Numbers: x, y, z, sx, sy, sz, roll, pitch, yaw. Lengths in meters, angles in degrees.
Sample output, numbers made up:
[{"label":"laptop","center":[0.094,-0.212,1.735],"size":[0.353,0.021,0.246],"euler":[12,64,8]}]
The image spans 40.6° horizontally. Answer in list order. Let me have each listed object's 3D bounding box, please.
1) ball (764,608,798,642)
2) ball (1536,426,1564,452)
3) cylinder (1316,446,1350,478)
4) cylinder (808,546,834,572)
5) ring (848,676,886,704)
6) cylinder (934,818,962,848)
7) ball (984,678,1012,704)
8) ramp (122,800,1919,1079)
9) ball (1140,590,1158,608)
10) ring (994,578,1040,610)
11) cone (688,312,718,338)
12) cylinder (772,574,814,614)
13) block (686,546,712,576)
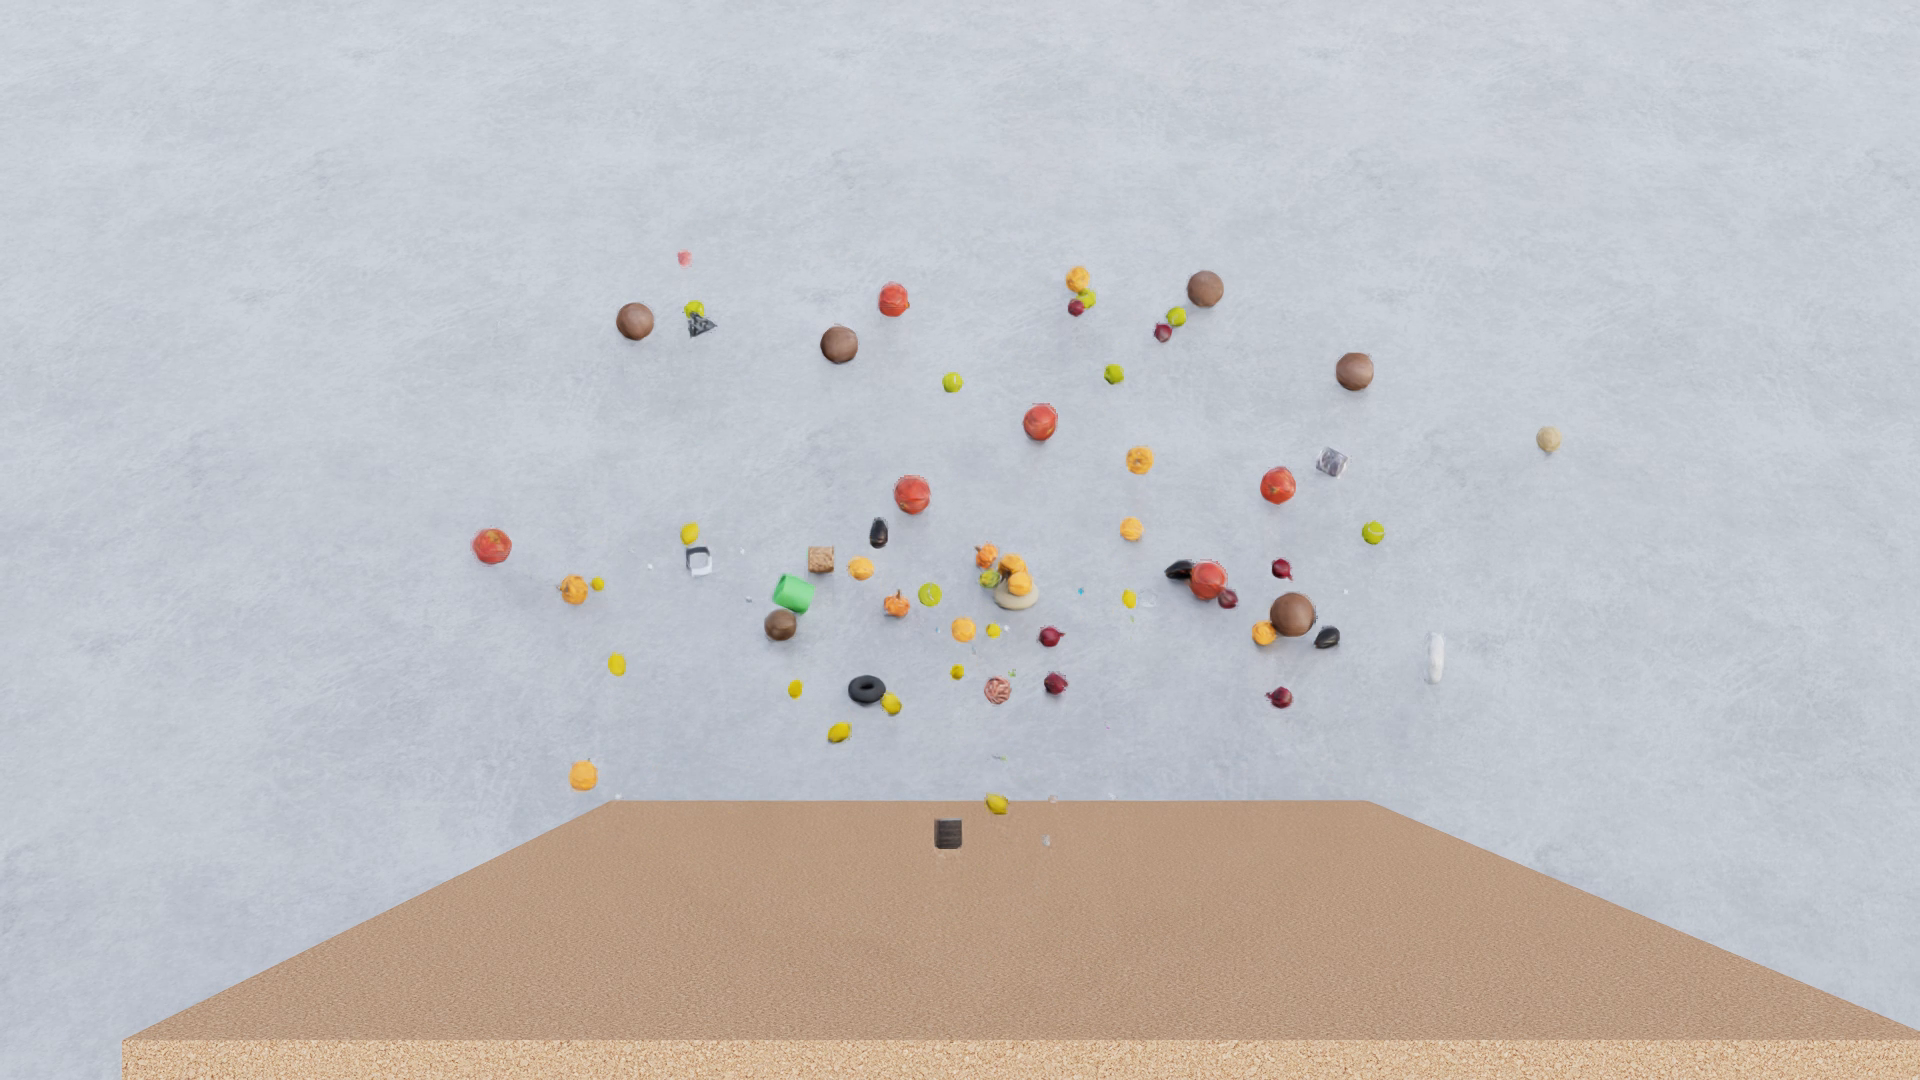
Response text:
[{"label":"ball","center":[-0.520,0.246,7.531],"size":[0.096,0.096,0.096],"euler":[0,35,0]},{"label":"ball","center":[1.893,-0.325,8.341],"size":[0.084,0.084,0.084],"euler":[0,35,0]},{"label":"cylinder","center":[1.177,-0.246,8.213],"size":[0.077,0.077,0.077],"euler":[28,44,27]},{"label":"cylinder","center":[-0.417,0.058,7.807],"size":[0.075,0.075,0.075],"euler":[-1,35,-6]},{"label":"ring","center":[-0.264,0.421,7.336],"size":[0.108,0.036,0.108],"euler":[1,35,-1]},{"label":"cylinder","center":[-0.025,0.609,5.400],"size":[0.057,0.057,0.057],"euler":[0,-2,0]},{"label":"ball","center":[0.102,0.409,7.055],"size":[0.074,0.074,0.074],"euler":[0,35,0]},{"label":"ramp","center":[0.078,0.669,4.855],"size":[2.000,0.100,4.000],"euler":[0,-2,0]},{"label":"ball","center":[0.557,0.172,7.670],"size":[0.053,0.053,0.053],"euler":[0,35,0]},{"label":"ring","center":[0.167,0.159,7.695],"size":[0.136,0.045,0.136],"euler":[0,34,0]},{"label":"cone","center":[-0.870,-0.733,8.866],"size":[0.093,0.093,0.093],"euler":[1,34,-19]},{"label":"cylinder","center":[-0.488,0.159,7.624],"size":[0.093,0.093,0.093],"euler":[23,32,-15]},{"label":"block","center":[-0.781,0.062,7.783],"size":[0.060,0.060,0.060],"euler":[-9,59,7]}]
